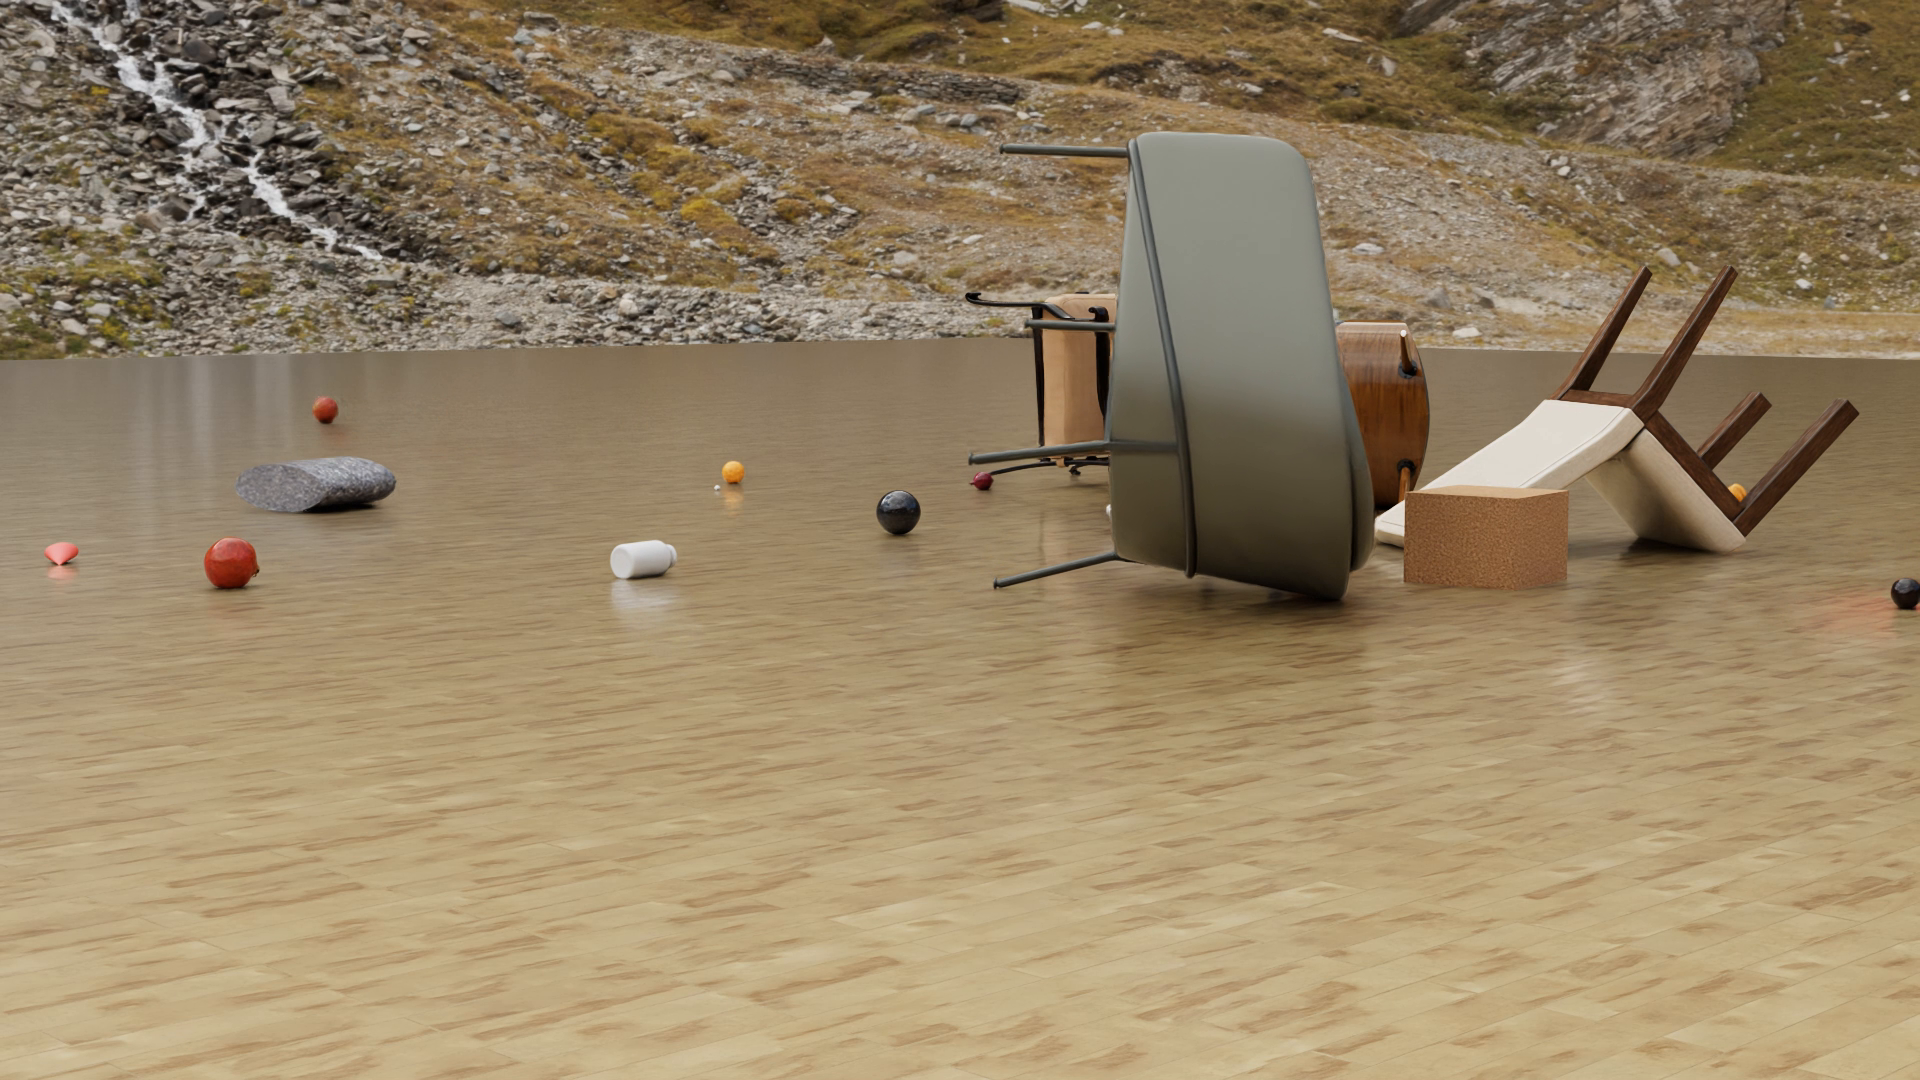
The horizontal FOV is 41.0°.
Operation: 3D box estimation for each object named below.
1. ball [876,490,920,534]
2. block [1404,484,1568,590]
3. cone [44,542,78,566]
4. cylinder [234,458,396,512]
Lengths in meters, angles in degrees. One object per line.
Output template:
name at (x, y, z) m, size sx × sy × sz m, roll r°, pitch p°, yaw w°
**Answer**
ball at (-0.157, -0.070, 6.536) m, size 0.115 × 0.115 × 0.115 m, roll 0°, pitch 6°, yaw 0°
block at (1.138, -0.008, 5.546) m, size 0.262 × 0.194 × 0.255 m, roll 4°, pitch 7°, yaw 37°
cone at (-2.063, 0.043, 5.884) m, size 0.075 × 0.047 × 0.081 m, roll -7°, pitch 24°, yaw -13°
cylinder at (-1.832, -0.159, 7.301) m, size 0.319 × 0.133 × 0.314 m, roll 4°, pitch 7°, yaw 26°
